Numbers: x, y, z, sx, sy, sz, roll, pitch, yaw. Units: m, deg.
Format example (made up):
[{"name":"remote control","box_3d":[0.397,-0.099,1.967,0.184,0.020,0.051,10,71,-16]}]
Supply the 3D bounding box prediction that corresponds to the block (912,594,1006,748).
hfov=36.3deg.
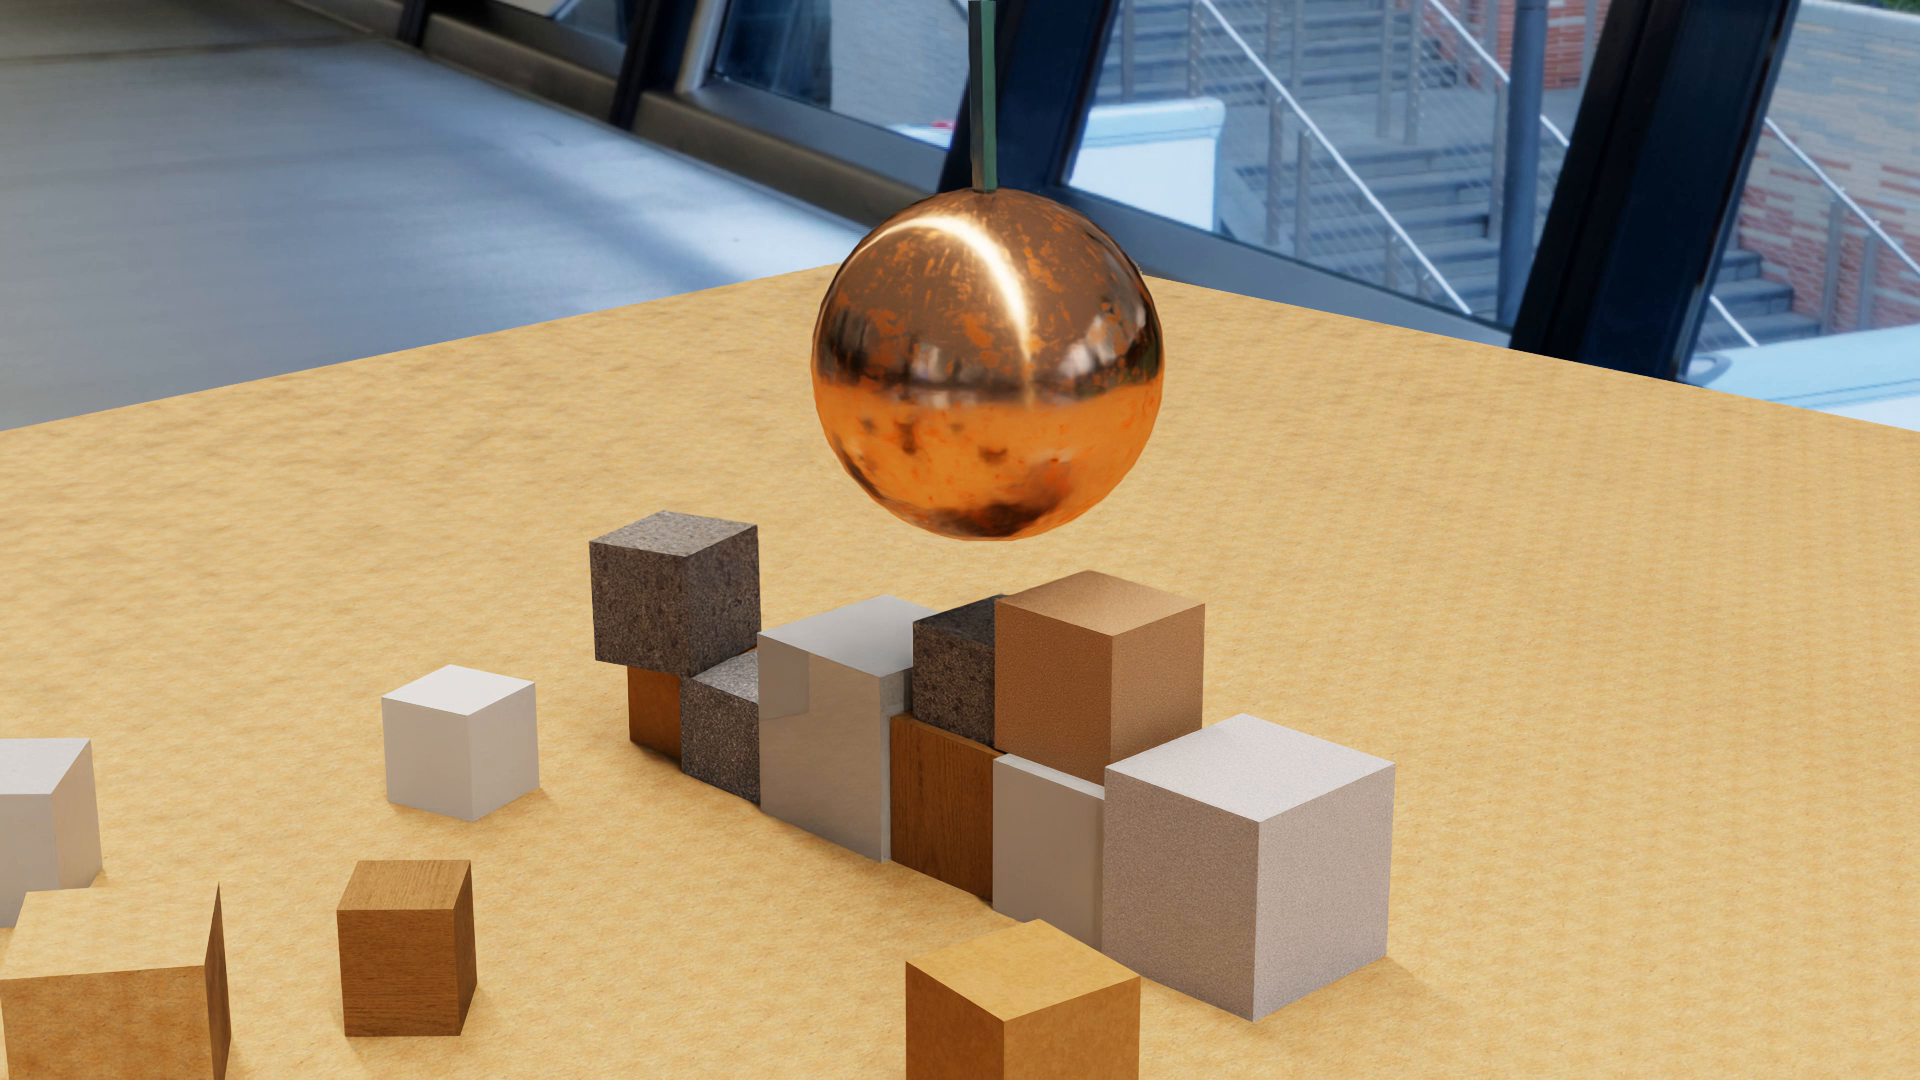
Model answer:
[{"name":"block","box_3d":[0.174,0.587,13.323,0.570,0.468,0.525,-17,24,-42]}]

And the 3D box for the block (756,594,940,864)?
[{"name":"block","box_3d":[-0.365,0.881,14.013,0.834,0.915,0.858,-16,24,-42]}]

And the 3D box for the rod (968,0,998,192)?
[{"name":"rod","box_3d":[0.054,-4.010,12.138,0.080,5.200,0.080,17,26,42]}]

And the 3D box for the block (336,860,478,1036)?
[{"name":"block","box_3d":[-2.270,1.676,12.071,0.467,0.564,0.492,0,17,-1]}]

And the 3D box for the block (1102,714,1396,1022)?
[{"name":"block","box_3d":[1.225,1.373,12.494,0.902,0.889,0.839,-17,24,-42]}]

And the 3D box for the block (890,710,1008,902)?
[{"name":"block","box_3d":[0.188,1.147,13.508,0.724,0.711,0.705,-17,24,-42]}]

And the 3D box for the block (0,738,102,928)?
[{"name":"block","box_3d":[-4.274,1.306,13.133,0.641,0.633,0.664,0,17,-1]}]

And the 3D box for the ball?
[{"name":"ball","box_3d":[0.125,-0.789,13.225,1.600,1.600,1.600,0,17,0]}]

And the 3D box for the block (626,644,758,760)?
[{"name":"block","box_3d":[-1.322,0.781,15.002,0.533,0.514,0.532,16,24,42]}]

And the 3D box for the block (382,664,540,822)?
[{"name":"block","box_3d":[-2.432,0.985,14.301,0.525,0.546,0.524,10,20,28]}]

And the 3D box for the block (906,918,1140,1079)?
[{"name":"block","box_3d":[0.236,1.920,11.186,0.643,0.630,0.627,-12,21,-34]}]

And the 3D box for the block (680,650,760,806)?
[{"name":"block","box_3d":[-0.927,0.910,14.571,0.666,0.527,0.638,-17,24,-42]}]

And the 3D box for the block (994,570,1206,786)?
[{"name":"block","box_3d":[0.610,0.598,12.876,0.681,0.692,0.612,16,24,42]}]

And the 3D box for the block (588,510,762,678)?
[{"name":"block","box_3d":[-1.424,0.263,14.734,0.585,0.623,0.629,8,19,29]}]

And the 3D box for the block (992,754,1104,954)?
[{"name":"block","box_3d":[0.667,1.294,13.020,0.801,0.723,0.674,-17,24,-42]}]

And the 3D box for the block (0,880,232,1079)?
[{"name":"block","box_3d":[-3.270,1.820,11.421,0.744,0.679,0.798,-3,18,-9]}]
